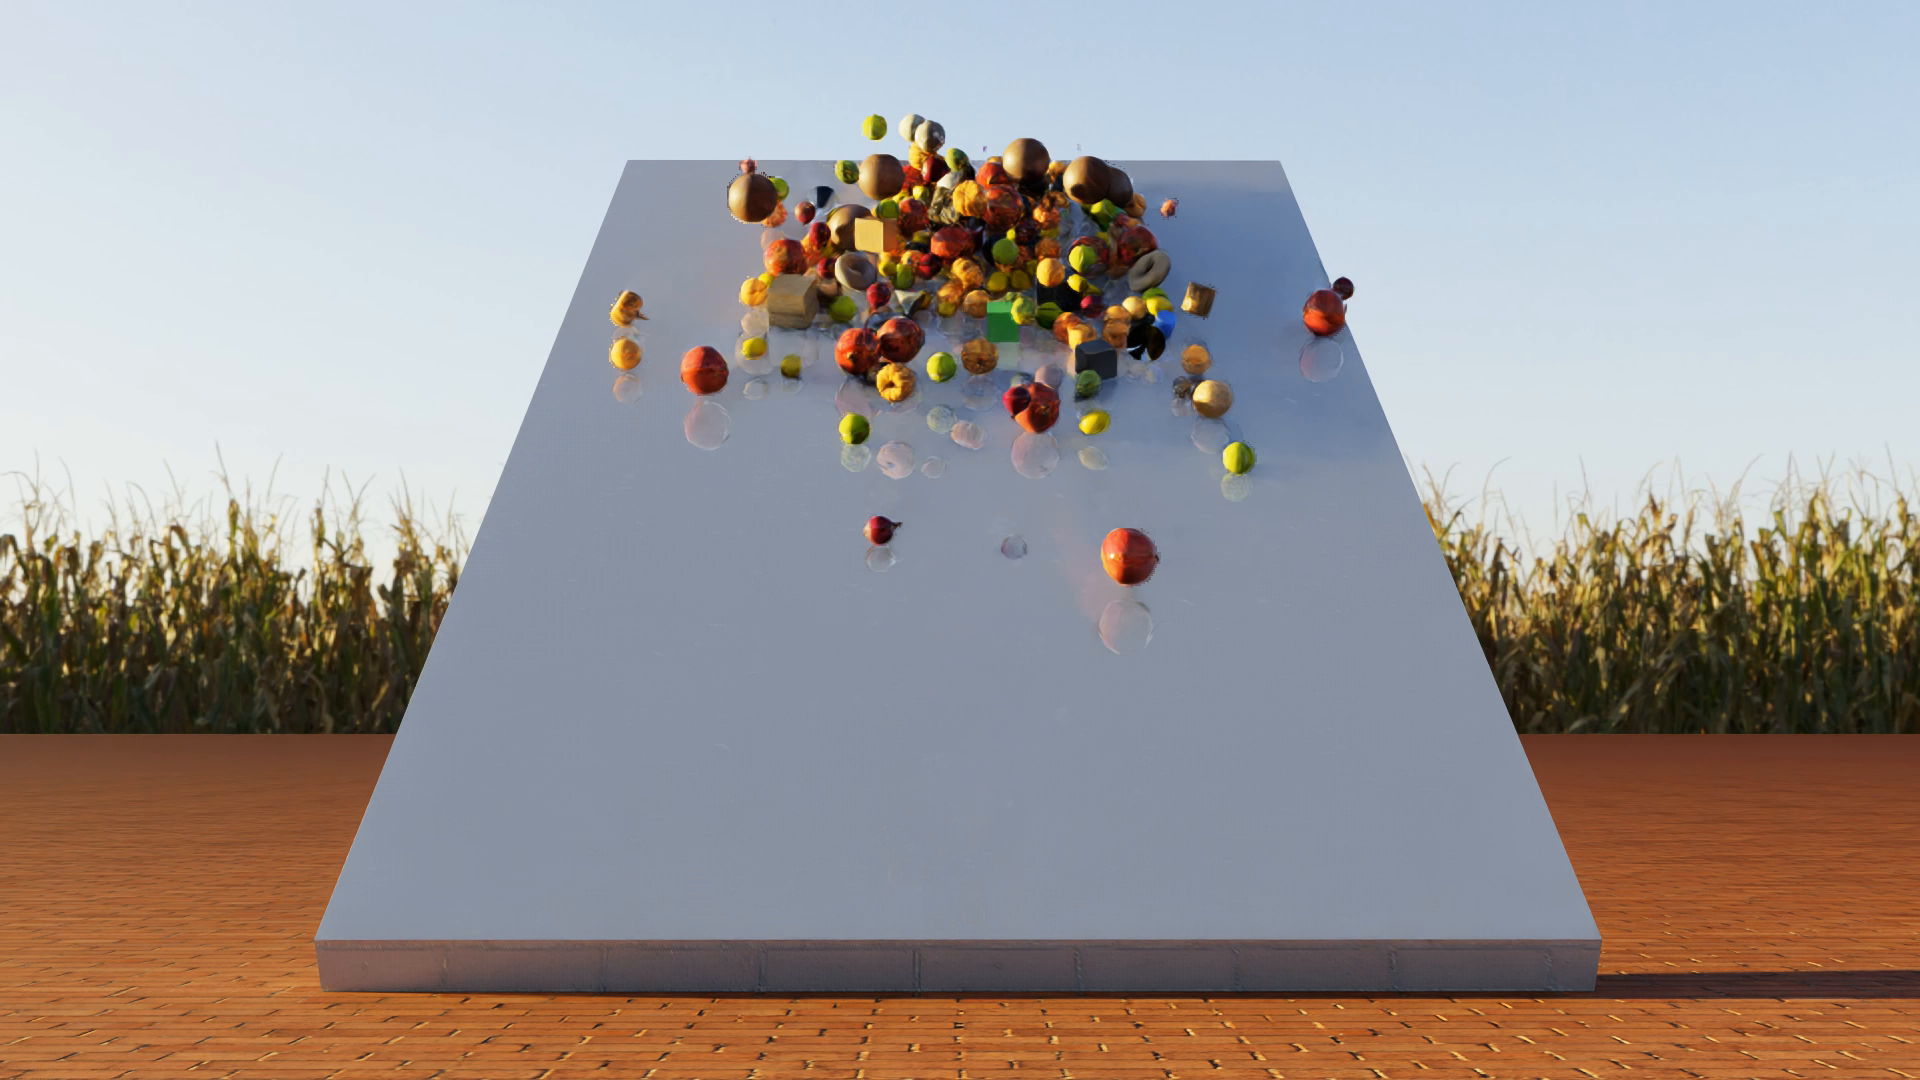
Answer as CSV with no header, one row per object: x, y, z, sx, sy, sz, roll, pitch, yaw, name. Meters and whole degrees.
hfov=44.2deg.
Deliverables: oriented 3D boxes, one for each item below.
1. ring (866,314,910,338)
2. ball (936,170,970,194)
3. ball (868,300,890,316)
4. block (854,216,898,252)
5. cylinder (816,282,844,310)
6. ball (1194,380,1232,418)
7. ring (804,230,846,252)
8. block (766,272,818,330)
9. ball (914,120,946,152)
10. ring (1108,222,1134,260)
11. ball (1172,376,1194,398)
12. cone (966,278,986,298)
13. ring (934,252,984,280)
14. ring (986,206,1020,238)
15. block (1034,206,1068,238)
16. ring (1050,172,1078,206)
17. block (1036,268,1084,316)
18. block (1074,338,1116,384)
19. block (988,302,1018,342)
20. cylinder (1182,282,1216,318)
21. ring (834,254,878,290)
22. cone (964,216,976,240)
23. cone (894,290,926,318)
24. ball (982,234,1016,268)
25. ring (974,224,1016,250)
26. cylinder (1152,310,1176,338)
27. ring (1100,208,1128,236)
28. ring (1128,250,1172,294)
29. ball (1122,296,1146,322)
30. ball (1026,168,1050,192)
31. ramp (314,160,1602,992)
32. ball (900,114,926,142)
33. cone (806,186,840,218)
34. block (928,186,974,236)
-0.183,-0.540,5.953,0.114,0.038,0.114,0,26,0,ring
-0.019,-1.001,6.707,0.096,0.096,0.096,0,-5,0,ball
-0.205,-0.585,6.023,0.055,0.055,0.055,0,-5,0,ball
-0.218,-0.791,6.124,0.080,0.080,0.080,9,15,22,block
-0.335,-0.628,6.078,0.062,0.062,0.062,-10,-6,11,cylinder
0.585,-0.327,5.471,0.090,0.090,0.090,0,-5,0,ball
-0.372,-0.827,6.527,0.114,0.038,0.114,1,28,0,ring
-0.424,-0.605,5.996,0.099,0.099,0.099,8,38,14,block
-0.082,-1.119,6.557,0.086,0.086,0.086,0,-5,0,ball
0.434,-0.805,6.375,0.037,0.112,0.112,-22,0,-12,ring
0.526,-0.361,5.583,0.050,0.050,0.050,0,-5,0,ball
0.035,-0.657,6.202,0.053,0.053,0.053,1,0,-15,cone
-0.001,-0.734,6.334,0.137,0.046,0.137,3,27,-2,ring
0.116,-0.858,6.425,0.039,0.117,0.117,42,11,19,ring
0.253,-0.892,6.622,0.068,0.068,0.068,17,30,32,block
0.299,-1.009,6.785,0.035,0.104,0.104,36,14,27,ring
0.258,-0.641,6.103,0.086,0.086,0.086,-15,30,-28,block
0.327,-0.432,5.691,0.073,0.073,0.073,-15,30,-20,block
0.107,-0.546,5.923,0.077,0.077,0.077,0,27,0,block
0.602,-0.607,5.963,0.070,0.070,0.070,17,13,-4,cylinder
-0.275,-0.707,6.245,0.120,0.120,0.040,2,-40,-27,ring
0.019,-0.857,6.570,0.071,0.071,0.071,-14,-32,-9,cone
-0.140,-0.618,6.033,0.074,0.074,0.074,36,2,11,cone
0.106,-0.782,6.380,0.091,0.091,0.091,0,-5,0,ball
0.097,-0.827,6.503,0.116,0.116,0.039,1,-47,-12,ring
0.511,-0.539,5.915,0.052,0.052,0.052,1,-42,-14,cylinder
0.426,-0.884,6.563,0.087,0.087,0.029,4,30,-39,ring
0.490,-0.694,6.111,0.043,0.130,0.130,42,-27,-28,ring
0.444,-0.590,6.026,0.064,0.064,0.064,0,-5,0,ball
0.223,-1.023,6.711,0.070,0.070,0.070,0,-5,0,ball
-0.010,-0.228,5.482,2.000,0.100,4.000,0,27,0,ramp
-0.144,-1.266,7.264,0.087,0.087,0.087,0,-5,0,ball
-0.394,-0.935,6.675,0.095,0.095,0.095,0,37,5,cone
-0.026,-0.883,6.352,0.089,0.089,0.089,14,-20,14,block
